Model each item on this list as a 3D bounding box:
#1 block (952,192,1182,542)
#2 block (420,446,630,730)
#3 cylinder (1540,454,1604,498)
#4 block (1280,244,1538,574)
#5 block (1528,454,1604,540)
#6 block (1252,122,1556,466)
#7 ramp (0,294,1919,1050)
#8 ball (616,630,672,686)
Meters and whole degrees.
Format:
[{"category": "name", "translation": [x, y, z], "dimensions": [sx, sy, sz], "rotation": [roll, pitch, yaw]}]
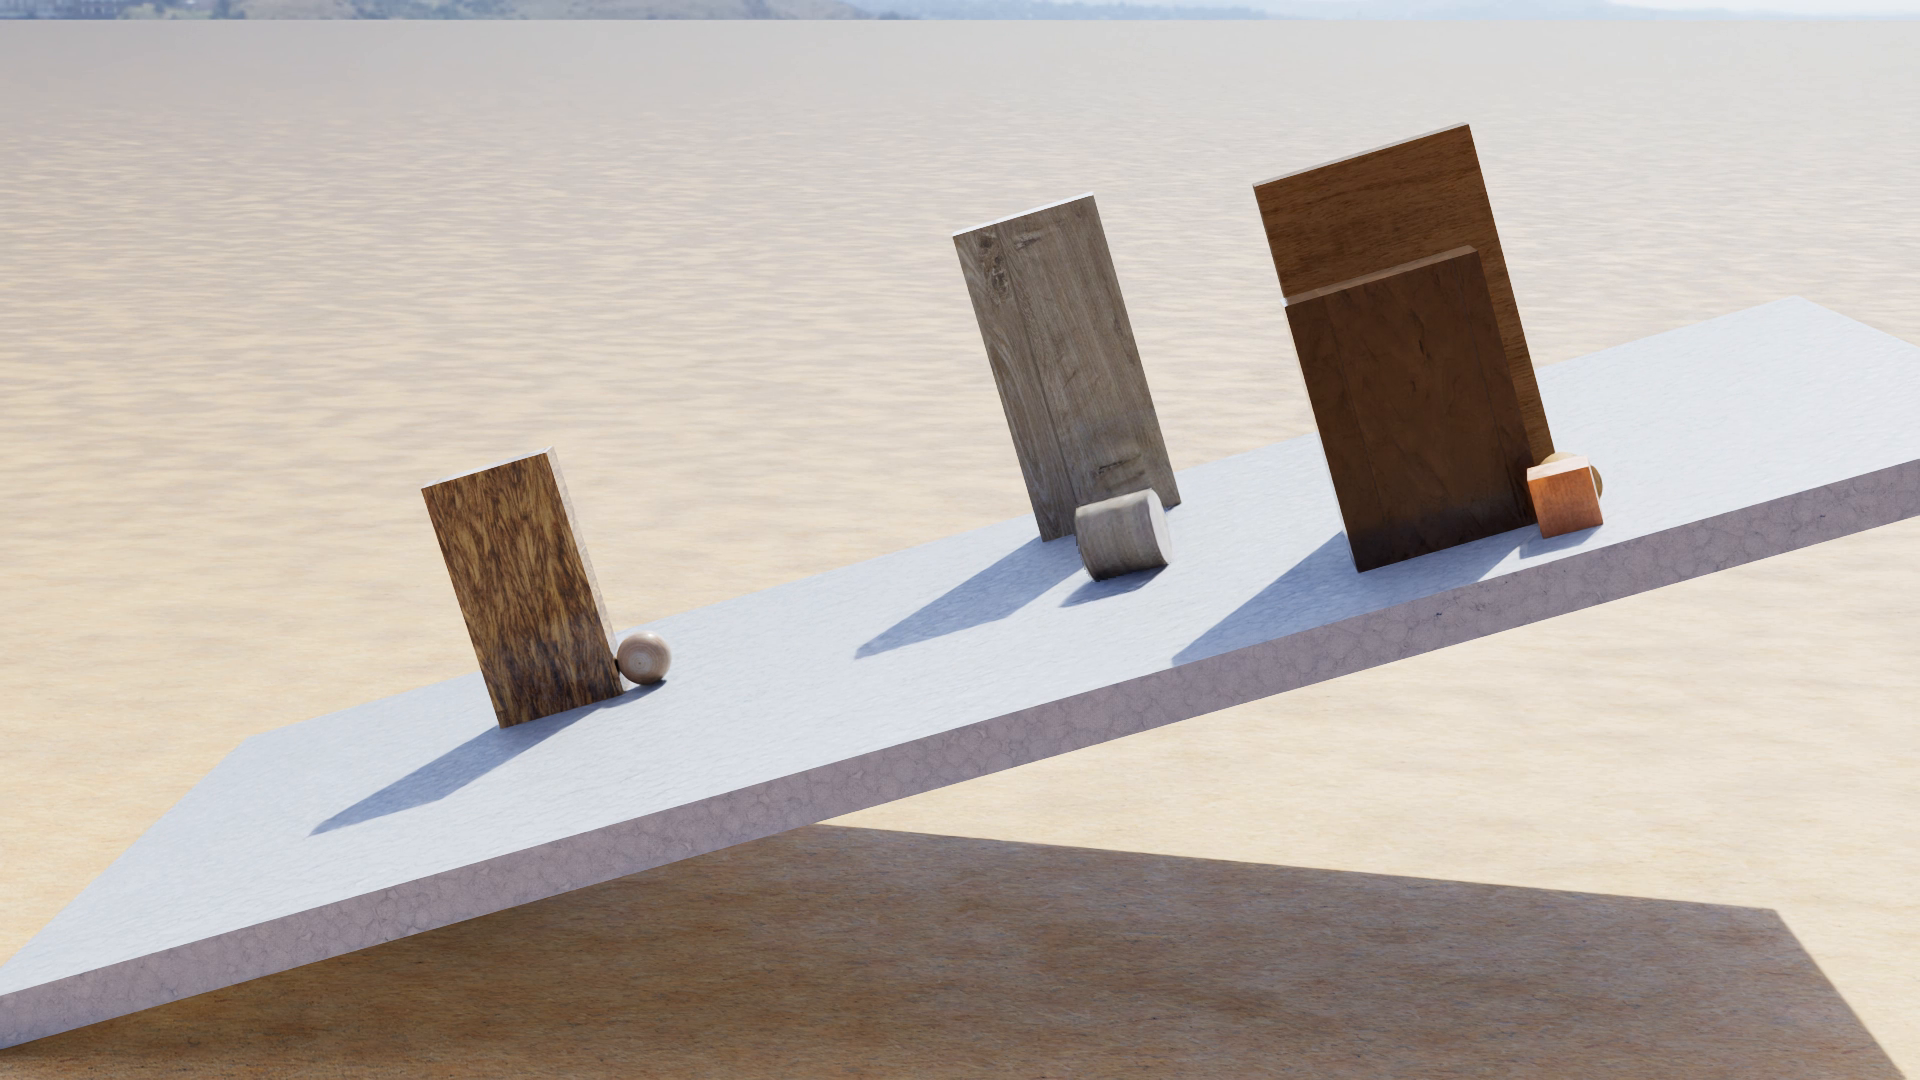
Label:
[{"category": "block", "translation": [0.250, -0.402, 6.839], "dimensions": [0.336, 0.743, 0.118], "rotation": [-16, 10, 5]}, {"category": "block", "translation": [-0.967, 0.106, 6.566], "dimensions": [0.292, 0.569, 0.096], "rotation": [-16, 10, 5]}, {"category": "cylinder", "translation": [1.153, -0.107, 5.571], "dimensions": [0.106, 0.106, 0.106], "rotation": [0, 6, -2]}, {"category": "block", "translation": [0.863, -0.249, 5.598], "dimensions": [0.373, 0.530, 0.127], "rotation": [-16, 10, 5]}, {"category": "block", "translation": [1.123, -0.081, 5.456], "dimensions": [0.113, 0.113, 0.113], "rotation": [-14, 10, 14]}, {"category": "block", "translation": [0.898, -0.424, 5.916], "dimensions": [0.436, 0.730, 0.088], "rotation": [-16, 10, 5]}, {"category": "ramp", "translation": [0.091, 0.187, 6.320], "dimensions": [4.000, 0.100, 2.000], "rotation": [-16, 10, 5]}, {"category": "ball", "translation": [-0.705, 0.263, 6.570], "dimensions": [0.123, 0.123, 0.123], "rotation": [0, 11, 0]}]
